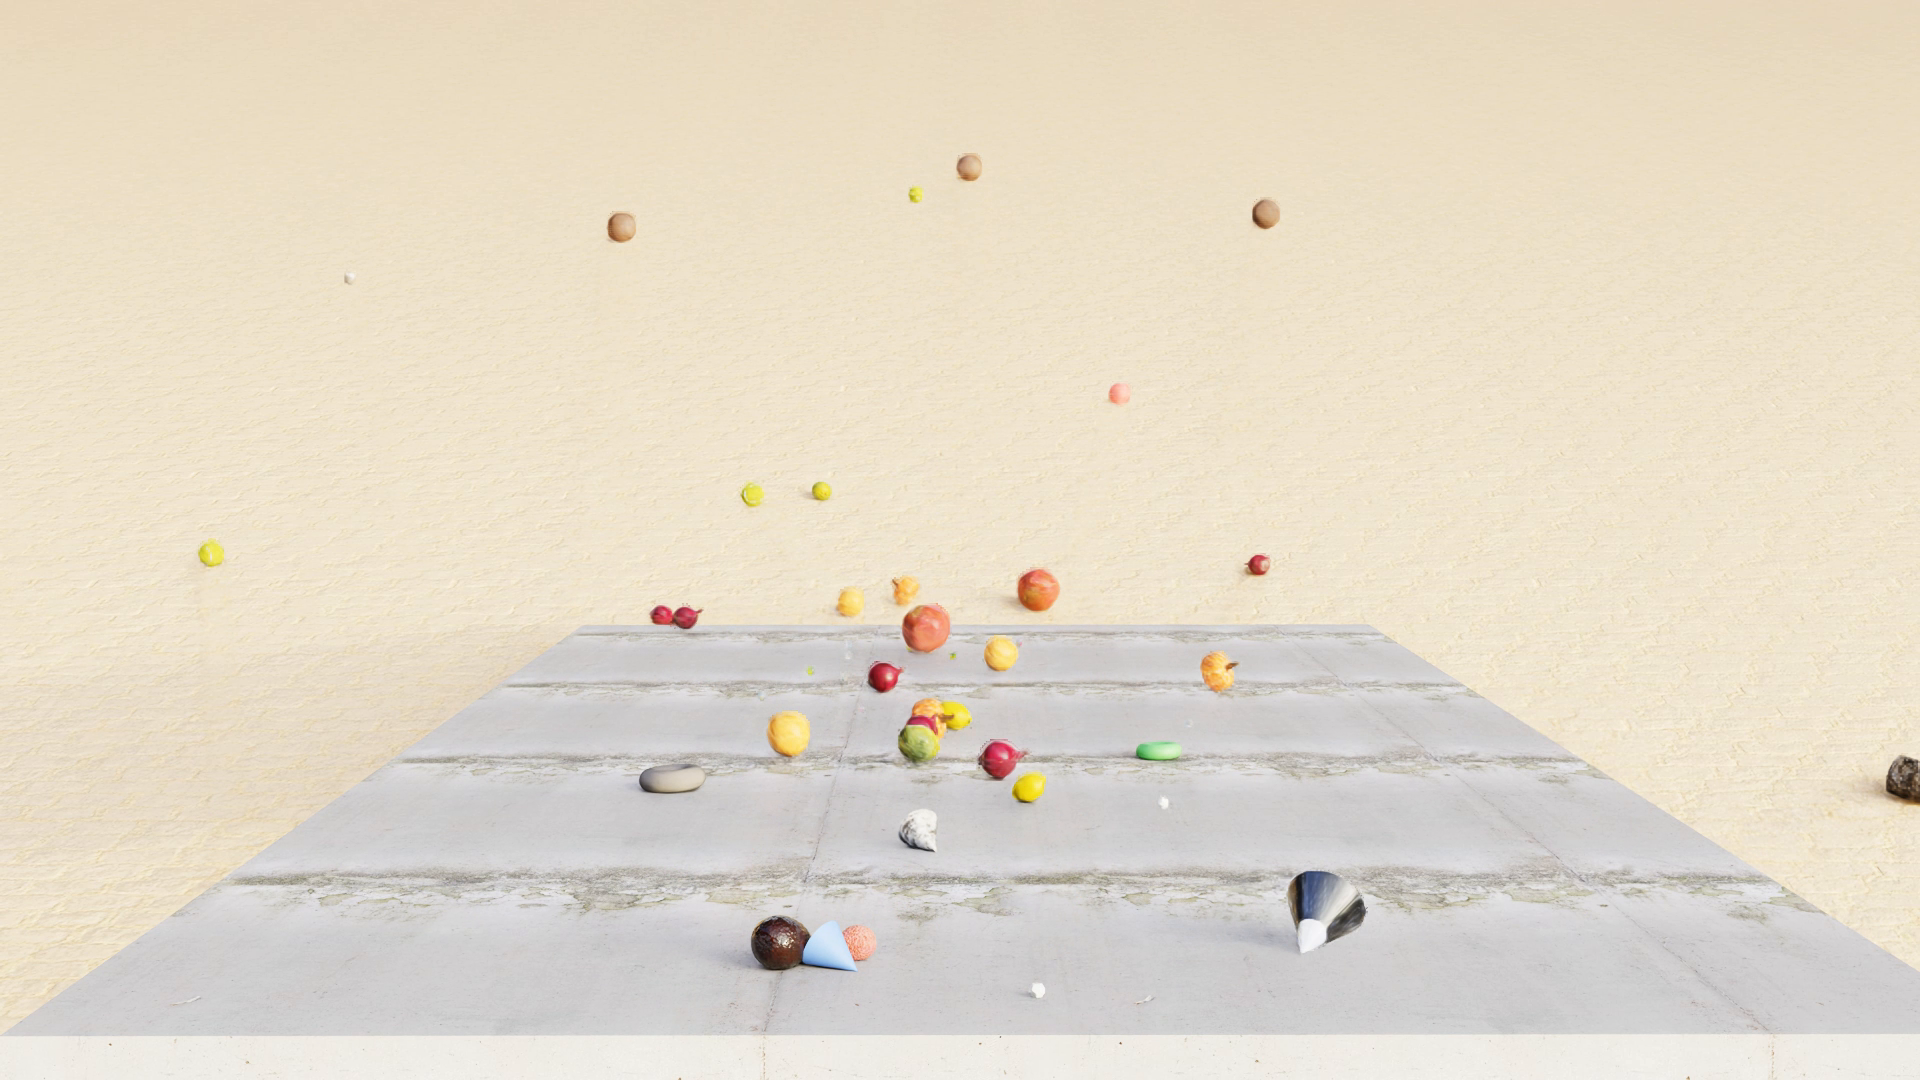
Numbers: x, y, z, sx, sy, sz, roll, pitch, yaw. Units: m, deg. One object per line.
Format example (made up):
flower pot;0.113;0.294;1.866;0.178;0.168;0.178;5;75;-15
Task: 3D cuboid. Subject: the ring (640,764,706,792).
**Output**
ring;-0.449;0.372;4.007;0.104;0.035;0.104;-4;3;0

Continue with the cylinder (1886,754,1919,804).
cylinder;2.140;0.539;5.744;0.092;0.092;0.092;-15;24;-38

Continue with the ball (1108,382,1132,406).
ball;0.548;-0.501;8.790;0.077;0.077;0.077;0;19;0

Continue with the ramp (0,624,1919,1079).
ramp;0.045;0.403;4.539;2.000;0.100;4.000;0;4;0

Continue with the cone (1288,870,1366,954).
cone;0.403;0.443;2.924;0.094;0.094;0.094;8;34;23

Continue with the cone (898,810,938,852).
cone;-0.045;0.410;3.511;0.060;0.060;0.060;-9;34;-25

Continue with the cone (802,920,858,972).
cone;-0.133;0.458;2.819;0.057;0.057;0.057;33;34;28

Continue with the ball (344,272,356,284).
ball;-2.494;-1.070;10.485;0.050;0.050;0.050;0;19;0

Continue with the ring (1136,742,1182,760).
ring;0.335;0.355;4.321;0.077;0.026;0.077;-3;1;0
